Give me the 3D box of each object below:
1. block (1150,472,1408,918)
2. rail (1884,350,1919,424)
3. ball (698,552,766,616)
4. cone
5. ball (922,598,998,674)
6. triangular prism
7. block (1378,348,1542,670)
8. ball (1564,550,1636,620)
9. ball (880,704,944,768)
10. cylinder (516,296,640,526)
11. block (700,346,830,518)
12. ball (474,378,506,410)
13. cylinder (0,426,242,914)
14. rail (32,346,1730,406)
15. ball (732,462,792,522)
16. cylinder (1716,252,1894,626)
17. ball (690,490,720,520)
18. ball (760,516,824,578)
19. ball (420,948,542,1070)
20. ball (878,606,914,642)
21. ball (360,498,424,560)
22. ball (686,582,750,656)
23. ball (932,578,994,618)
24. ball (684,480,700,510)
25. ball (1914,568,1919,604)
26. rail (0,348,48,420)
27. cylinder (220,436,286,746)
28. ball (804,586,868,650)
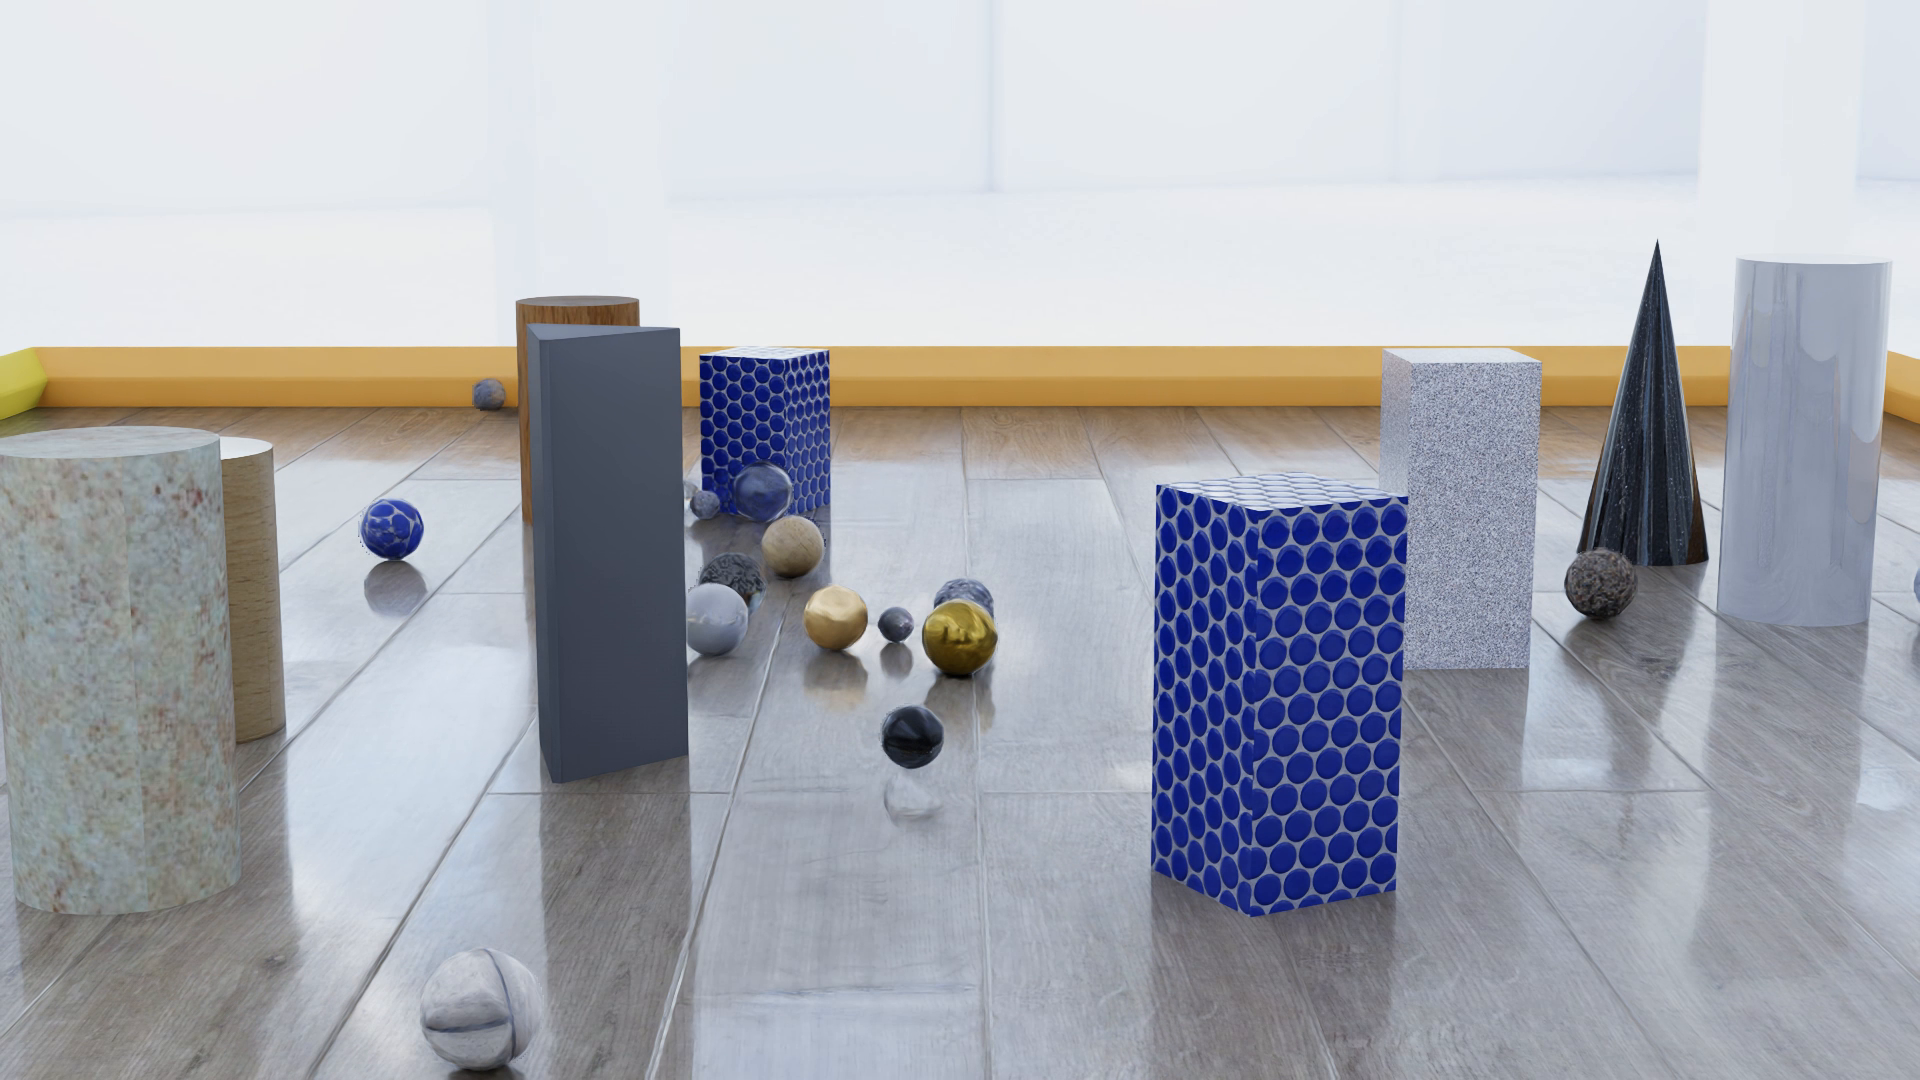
[{"bbox_3d":[0.283,0.132,2.294,0.158,0.357,0.158,-6,12,-28],"label":"block"},{"bbox_3d":[1.961,0.031,3.460,0.045,0.128,4.256,0,10,0],"label":"rail"},{"bbox_3d":[-0.302,0.061,3.405,0.091,0.091,0.091,0,10,0],"label":"ball"},{"bbox_3d":[1.030,-0.214,3.832,0.198,0.477,0.198,0,10,0],"label":"cone"},{"bbox_3d":[-0.001,0.117,3.102,0.092,0.092,0.092,0,10,0],"label":"ball"},{"bbox_3d":[-0.404,0.005,2.704,0.171,0.457,0.148,-10,14,-43],"label":"triangular prism"},{"bbox_3d":[0.614,-0.042,3.180,0.158,0.376,0.158,-1,11,-3],"label":"block"},{"bbox_3d":[0.852,0.059,3.413,0.093,0.093,0.093,0,10,0],"label":"ball"},{"bbox_3d":[-0.050,0.206,2.689,0.067,0.067,0.067,0,10,0],"label":"ball"},{"bbox_3d":[-0.613,-0.210,4.148,0.198,0.354,0.198,0,10,0],"label":"cylinder"},{"bbox_3d":[-0.322,-0.182,4.257,0.158,0.260,0.158,5,11,24],"label":"block"},{"bbox_3d":[-1.004,-0.310,5.473,0.069,0.069,0.069,0,10,0],"label":"ball"},{"bbox_3d":[-0.752,0.111,2.288,0.198,0.401,0.198,0,10,0],"label":"cylinder"},{"bbox_3d":[-0.012,-0.350,5.518,3.970,0.128,0.045,0,10,0],"label":"rail"},{"bbox_3d":[-0.319,-0.078,4.132,0.099,0.099,0.099,0,10,0],"label":"ball"},{"bbox_3d":[1.126,-0.138,3.425,0.198,0.475,0.198,0,10,0],"label":"cylinder"},{"bbox_3d":[-0.414,-0.058,4.166,0.048,0.048,0.048,0,10,0],"label":"ball"},{"bbox_3d":[-0.241,0.010,3.686,0.090,0.090,0.090,0,10,0],"label":"ball"},{"bbox_3d":[-0.352,0.344,1.883,0.089,0.089,0.089,0,10,0],"label":"ball"},{"bbox_3d":[-0.082,0.108,3.278,0.046,0.046,0.046,0,10,0],"label":"ball"},{"bbox_3d":[-0.846,-0.017,3.821,0.093,0.093,0.093,0,10,0],"label":"ball"},{"bbox_3d":[-0.309,0.099,3.201,0.091,0.091,0.091,0,10,0],"label":"ball"},{"bbox_3d":[0.005,0.088,3.293,0.079,0.079,0.079,0,10,0],"label":"ball"},{"bbox_3d":[-0.455,-0.074,4.251,0.050,0.050,0.050,0,10,0],"label":"ball"},{"bbox_3d":[1.313,0.061,3.391,0.097,0.097,0.097,0,10,0],"label":"ball"},{"bbox_3d":[-1.961,0.035,3.438,0.045,0.128,4.256,0,10,0],"label":"rail"},{"bbox_3d":[-0.852,0.055,2.826,0.198,0.313,0.198,0,10,0],"label":"cylinder"},{"bbox_3d":[-0.157,0.098,3.233,0.082,0.082,0.082,0,10,0],"label":"ball"}]
